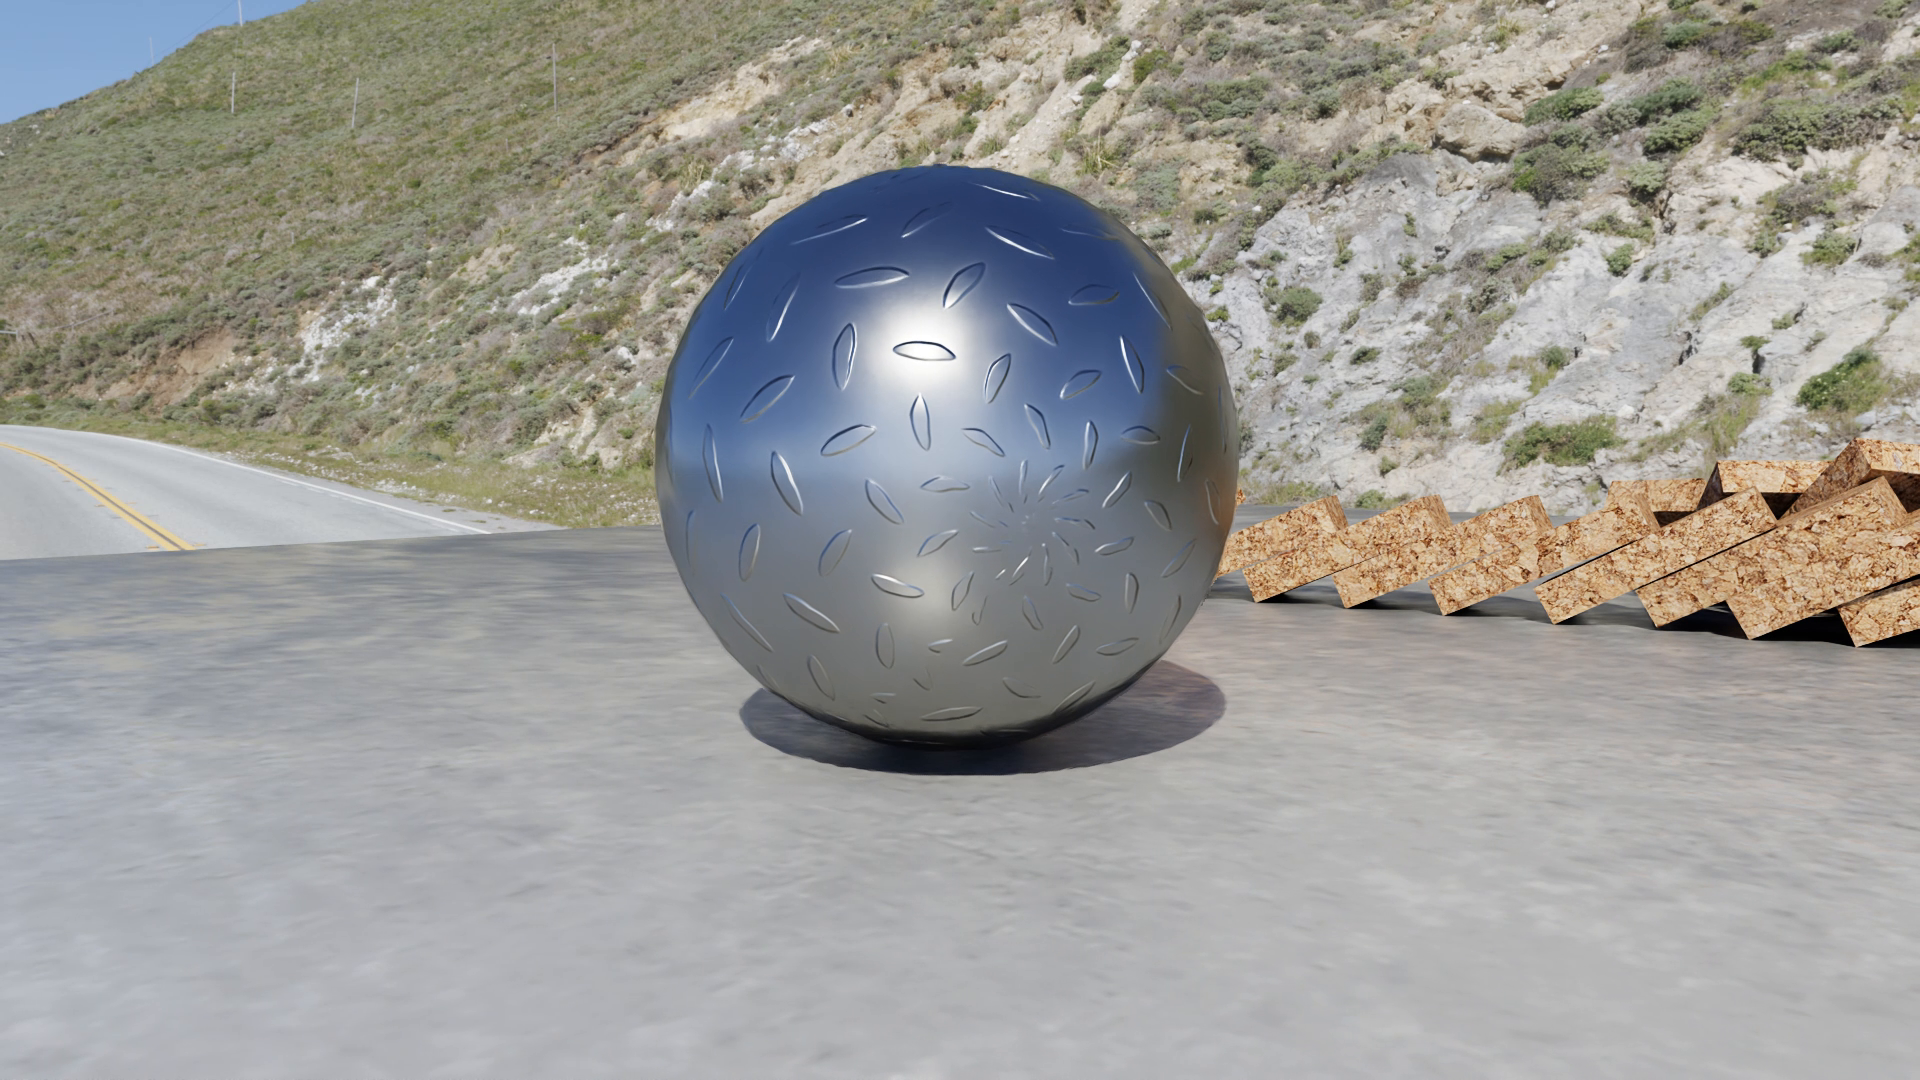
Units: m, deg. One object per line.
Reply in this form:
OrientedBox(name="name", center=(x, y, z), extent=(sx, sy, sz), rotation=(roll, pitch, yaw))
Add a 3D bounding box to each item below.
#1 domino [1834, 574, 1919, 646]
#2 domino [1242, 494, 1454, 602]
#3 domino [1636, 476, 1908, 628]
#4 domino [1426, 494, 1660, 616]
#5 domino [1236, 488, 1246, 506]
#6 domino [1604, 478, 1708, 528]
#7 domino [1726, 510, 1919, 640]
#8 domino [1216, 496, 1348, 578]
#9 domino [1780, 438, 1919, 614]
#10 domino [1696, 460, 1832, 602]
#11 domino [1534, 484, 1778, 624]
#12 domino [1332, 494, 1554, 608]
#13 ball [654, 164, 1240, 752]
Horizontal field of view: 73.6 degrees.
OrientedBox(name="domino", center=(0.212, 0.008, 0.268), extent=(0.050, 0.010, 0.025), rotation=(-26, -9, 30))
OrientedBox(name="domino", center=(0.104, 0.002, 0.343), extent=(0.050, 0.009, 0.025), rotation=(-25, -9, 29))
OrientedBox(name="domino", center=(0.181, 0.003, 0.287), extent=(0.050, 0.009, 0.025), rotation=(-35, -14, 39))
OrientedBox(name="domino", center=(0.144, 0.004, 0.316), extent=(0.050, 0.010, 0.025), rotation=(-28, -11, 31))
OrientedBox(name="domino", center=(0.055, -0.003, 0.371), extent=(0.050, 0.010, 0.025), rotation=(-34, 12, -11))
OrientedBox(name="domino", center=(0.203, -0.001, 0.352), extent=(0.050, 0.010, 0.025), rotation=(30, -14, -27))
OrientedBox(name="domino", center=(0.194, 0.005, 0.275), extent=(0.050, 0.009, 0.025), rotation=(-34, -13, 36))
OrientedBox(name="domino", center=(0.080, 0.002, 0.356), extent=(0.050, 0.010, 0.025), rotation=(-23, -6, 24))
OrientedBox(name="domino", center=(0.210, -0.002, 0.304), extent=(0.025, 0.009, 0.050), rotation=(6, -40, -3))
OrientedBox(name="domino", center=(0.201, -0.001, 0.326), extent=(0.025, 0.009, 0.050), rotation=(1, -34, 15))
OrientedBox(name="domino", center=(0.163, 0.003, 0.301), extent=(0.050, 0.010, 0.025), rotation=(-32, -13, 30))
OrientedBox(name="domino", center=(0.124, 0.003, 0.330), extent=(0.050, 0.009, 0.025), rotation=(-26, -10, 31))
OrientedBox(name="ball", center=(-0.002, -0.011, 0.179), extent=(0.080, 0.080, 0.080), rotation=(0, 4, 0))
